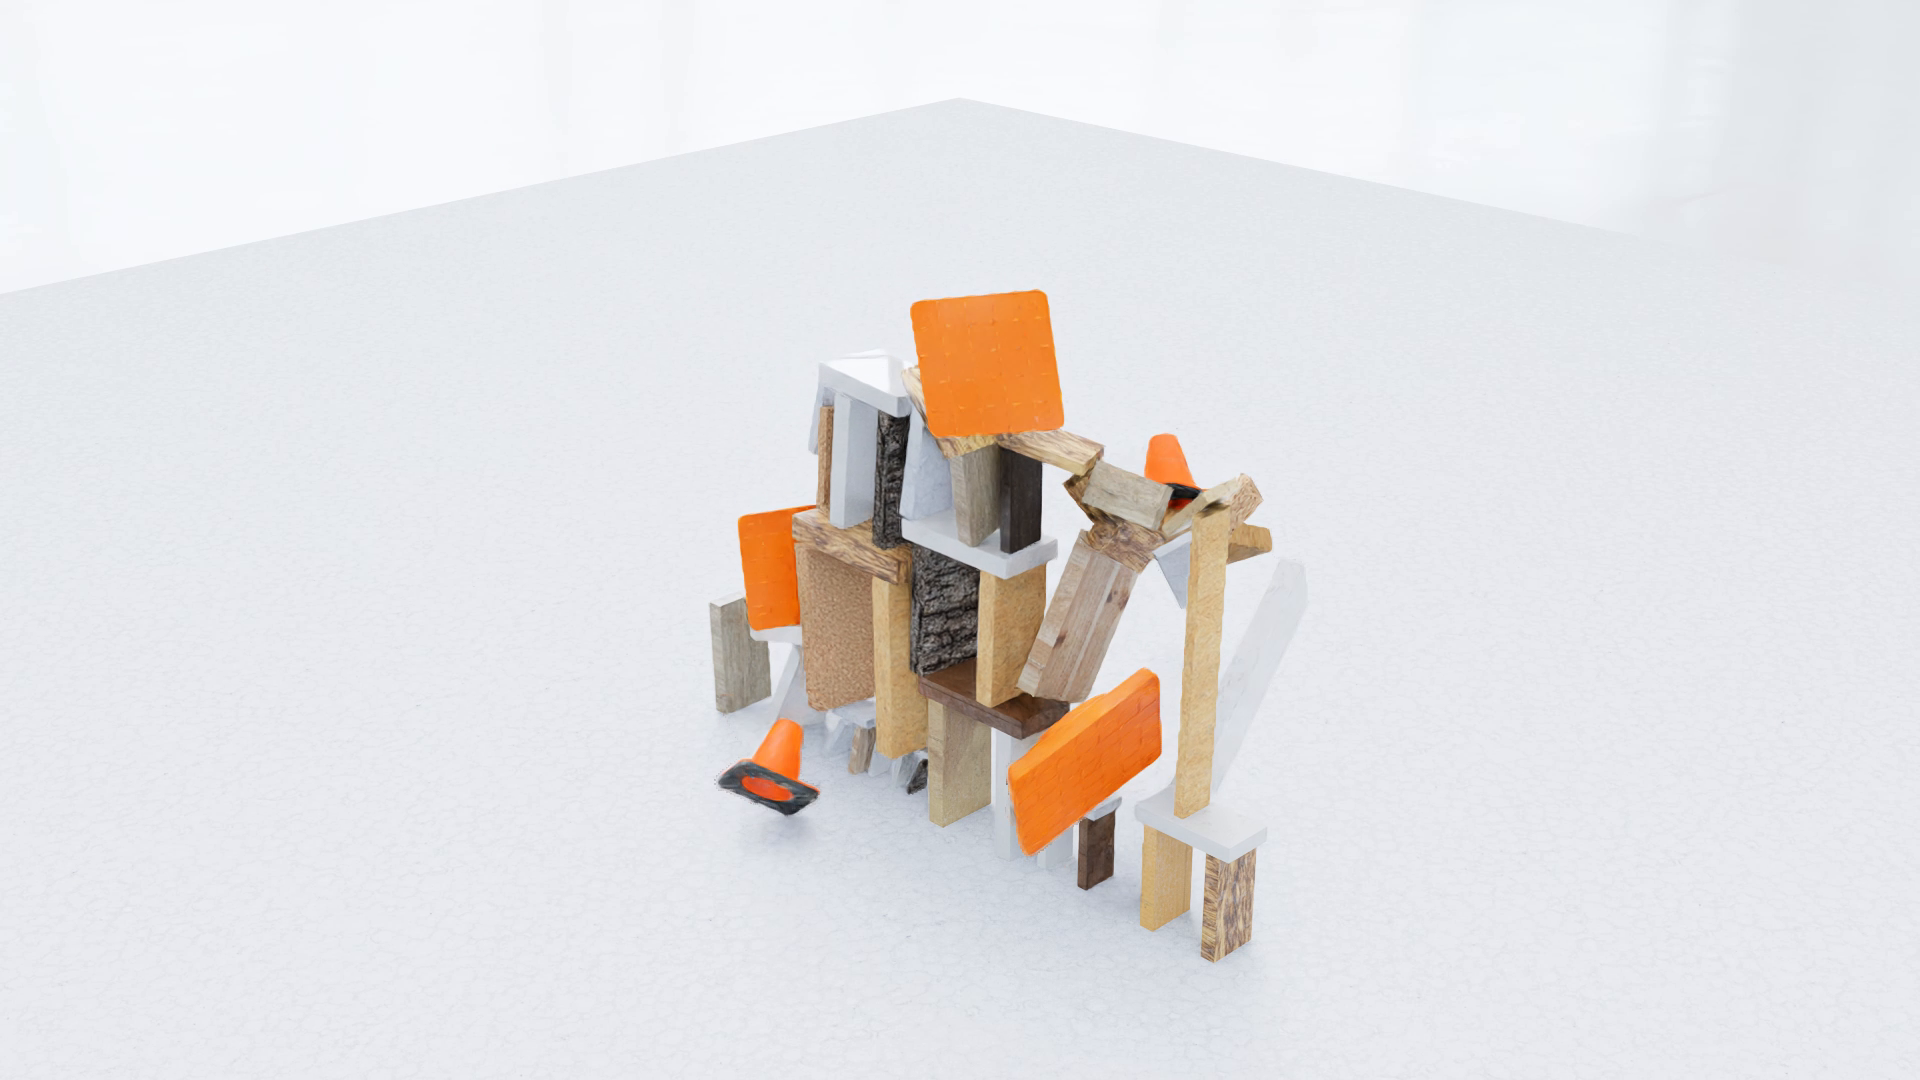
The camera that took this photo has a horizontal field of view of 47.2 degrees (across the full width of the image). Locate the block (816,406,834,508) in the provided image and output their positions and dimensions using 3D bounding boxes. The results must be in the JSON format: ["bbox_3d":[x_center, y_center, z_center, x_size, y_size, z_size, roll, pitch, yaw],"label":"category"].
[{"bbox_3d":[-0.253,-0.056,4.581,0.093,0.442,0.026,-5,11,-39],"label":"block"}]

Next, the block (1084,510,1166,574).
[{"bbox_3d":[0.302,0.000,4.030,0.161,0.081,0.023,27,12,-45],"label":"block"}]

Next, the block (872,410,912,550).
[{"bbox_3d":[-0.097,-0.130,4.274,0.142,0.284,0.040,-17,33,-36],"label":"block"}]

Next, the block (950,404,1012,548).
[{"bbox_3d":[0.045,-0.118,4.044,0.128,0.256,0.036,-37,52,-27],"label":"block"}]

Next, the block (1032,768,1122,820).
[{"bbox_3d":[0.223,0.483,4.188,0.158,0.022,0.079,21,31,41],"label":"block"}]

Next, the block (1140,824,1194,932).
[{"bbox_3d":[0.383,0.604,4.060,0.031,0.217,0.108,21,31,41],"label":"block"}]

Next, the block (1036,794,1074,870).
[{"bbox_3d":[0.185,0.552,4.258,0.022,0.158,0.079,21,31,41],"label":"block"}]

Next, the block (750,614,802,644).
[{"bbox_3d":[-0.335,0.189,4.696,0.130,0.037,0.260,-10,5,-30],"label":"block"}]

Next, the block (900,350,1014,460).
[{"bbox_3d":[-0.008,-0.248,3.981,0.128,0.036,0.256,-19,39,-8],"label":"block"}]

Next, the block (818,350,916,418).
[{"bbox_3d":[-0.141,-0.307,4.275,0.142,0.040,0.283,-15,26,-32],"label":"block"}]

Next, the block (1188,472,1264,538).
[{"bbox_3d":[0.483,-0.040,4.023,0.161,0.081,0.023,-47,52,-6],"label":"block"}]

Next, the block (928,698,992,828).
[{"bbox_3d":[0.001,0.424,4.406,0.039,0.277,0.139,21,31,41],"label":"block"}]

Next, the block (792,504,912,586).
[{"bbox_3d":[-0.164,-0.002,4.414,0.176,0.050,0.352,-17,26,-36],"label":"block"}]

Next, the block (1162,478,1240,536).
[{"bbox_3d":[0.414,-0.055,3.777,0.076,0.021,0.151,-24,-11,-31],"label":"block"}]

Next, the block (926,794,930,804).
[{"bbox_3d":[-0.036,0.493,4.477,0.048,0.096,0.014,-21,48,-41],"label":"block"}]

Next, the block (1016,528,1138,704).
[{"bbox_3d":[0.233,0.147,4.160,0.046,0.322,0.161,28,9,41],"label":"block"}]

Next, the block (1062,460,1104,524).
[{"bbox_3d":[0.265,-0.073,4.019,0.086,0.172,0.024,-37,42,6],"label":"block"}]

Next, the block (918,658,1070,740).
[{"bbox_3d":[0.066,0.304,4.285,0.277,0.039,0.139,21,31,41],"label":"block"}]

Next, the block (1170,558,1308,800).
[{"bbox_3d":[0.527,0.340,4.291,0.046,0.161,0.639,20,66,22],"label":"block"}]

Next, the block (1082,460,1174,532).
[{"bbox_3d":[0.295,-0.080,3.890,0.161,0.081,0.023,23,4,39],"label":"block"}]

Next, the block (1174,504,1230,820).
[{"bbox_3d":[0.424,0.219,3.857,0.021,0.588,0.076,23,32,40],"label":"block"}]

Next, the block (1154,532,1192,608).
[{"bbox_3d":[0.405,0.055,3.941,0.076,0.151,0.021,-29,45,1],"label":"block"}]

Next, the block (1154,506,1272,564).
[{"bbox_3d":[0.446,-0.002,4.312,0.322,0.046,0.161,10,-21,-42],"label":"block"}]

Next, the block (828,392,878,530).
[{"bbox_3d":[-0.192,-0.173,4.391,0.040,0.283,0.142,24,32,34],"label":"block"}]

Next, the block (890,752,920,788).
[{"bbox_3d":[-0.110,0.464,4.533,0.052,0.104,0.015,-21,52,-34],"label":"block"}]

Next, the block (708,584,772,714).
[{"bbox_3d":[-0.484,0.242,4.856,0.130,0.260,0.037,-21,29,-41],"label":"block"}]

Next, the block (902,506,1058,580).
[{"bbox_3d":[0.036,-0.004,4.187,0.140,0.040,0.280,-21,31,-40],"label":"block"}]

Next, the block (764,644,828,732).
[{"bbox_3d":[-0.323,0.308,4.709,0.130,0.260,0.037,-10,53,-31],"label":"block"}]

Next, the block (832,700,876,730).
[{"bbox_3d":[-0.202,0.358,4.557,0.066,0.019,0.132,-16,20,-33],"label":"block"}]

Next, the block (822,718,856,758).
[{"bbox_3d":[-0.240,0.409,4.644,0.066,0.132,0.019,-16,63,-34],"label":"block"}]

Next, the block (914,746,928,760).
[{"bbox_3d":[-0.041,0.435,4.470,0.096,0.014,0.048,21,31,40],"label":"block"}]

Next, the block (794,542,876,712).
[{"bbox_3d":[-0.239,0.164,4.554,0.176,0.352,0.050,-13,19,-30],"label":"block"}]

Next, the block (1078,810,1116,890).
[{"bbox_3d":[0.260,0.581,4.189,0.022,0.158,0.079,21,31,41],"label":"block"}]

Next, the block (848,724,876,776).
[{"bbox_3d":[-0.193,0.427,4.584,0.066,0.132,0.019,-17,44,-33],"label":"block"}]

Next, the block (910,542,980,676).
[{"bbox_3d":[-0.028,0.118,4.313,0.140,0.280,0.040,-17,31,-36],"label":"block"}]

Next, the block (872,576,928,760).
[{"bbox_3d":[-0.086,0.233,4.406,0.176,0.385,0.050,-17,27,-36],"label":"block"}]

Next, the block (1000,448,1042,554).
[{"bbox_3d":[0.114,-0.088,4.047,0.024,0.220,0.086,25,37,38],"label":"block"}]

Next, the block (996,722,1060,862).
[{"bbox_3d":[0.132,0.475,4.286,0.039,0.277,0.139,21,31,41],"label":"block"}]

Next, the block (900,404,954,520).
[{"bbox_3d":[-0.042,-0.170,4.198,0.128,0.257,0.036,-20,41,-38],"label":"block"}]

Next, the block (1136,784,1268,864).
[{"bbox_3d":[0.434,0.510,3.964,0.217,0.031,0.108,21,31,41],"label":"block"}]

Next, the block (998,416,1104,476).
[{"bbox_3d":[0.164,-0.171,3.956,0.172,0.024,0.086,21,36,22],"label":"block"}]

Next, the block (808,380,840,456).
[{"bbox_3d":[-0.259,-0.269,4.584,0.093,0.186,0.026,-13,40,-33],"label":"block"}]

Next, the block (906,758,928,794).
[{"bbox_3d":[-0.075,0.480,4.513,0.048,0.096,0.014,-21,59,-41],"label":"block"}]

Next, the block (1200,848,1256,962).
[{"bbox_3d":[0.485,0.644,3.966,0.031,0.217,0.108,21,31,41],"label":"block"}]

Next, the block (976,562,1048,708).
[{"bbox_3d":[0.098,0.168,4.193,0.140,0.280,0.040,-21,33,-40],"label":"block"}]

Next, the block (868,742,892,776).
[{"bbox_3d":[-0.159,0.443,4.585,0.052,0.103,0.015,-21,47,-40],"label":"block"}]
